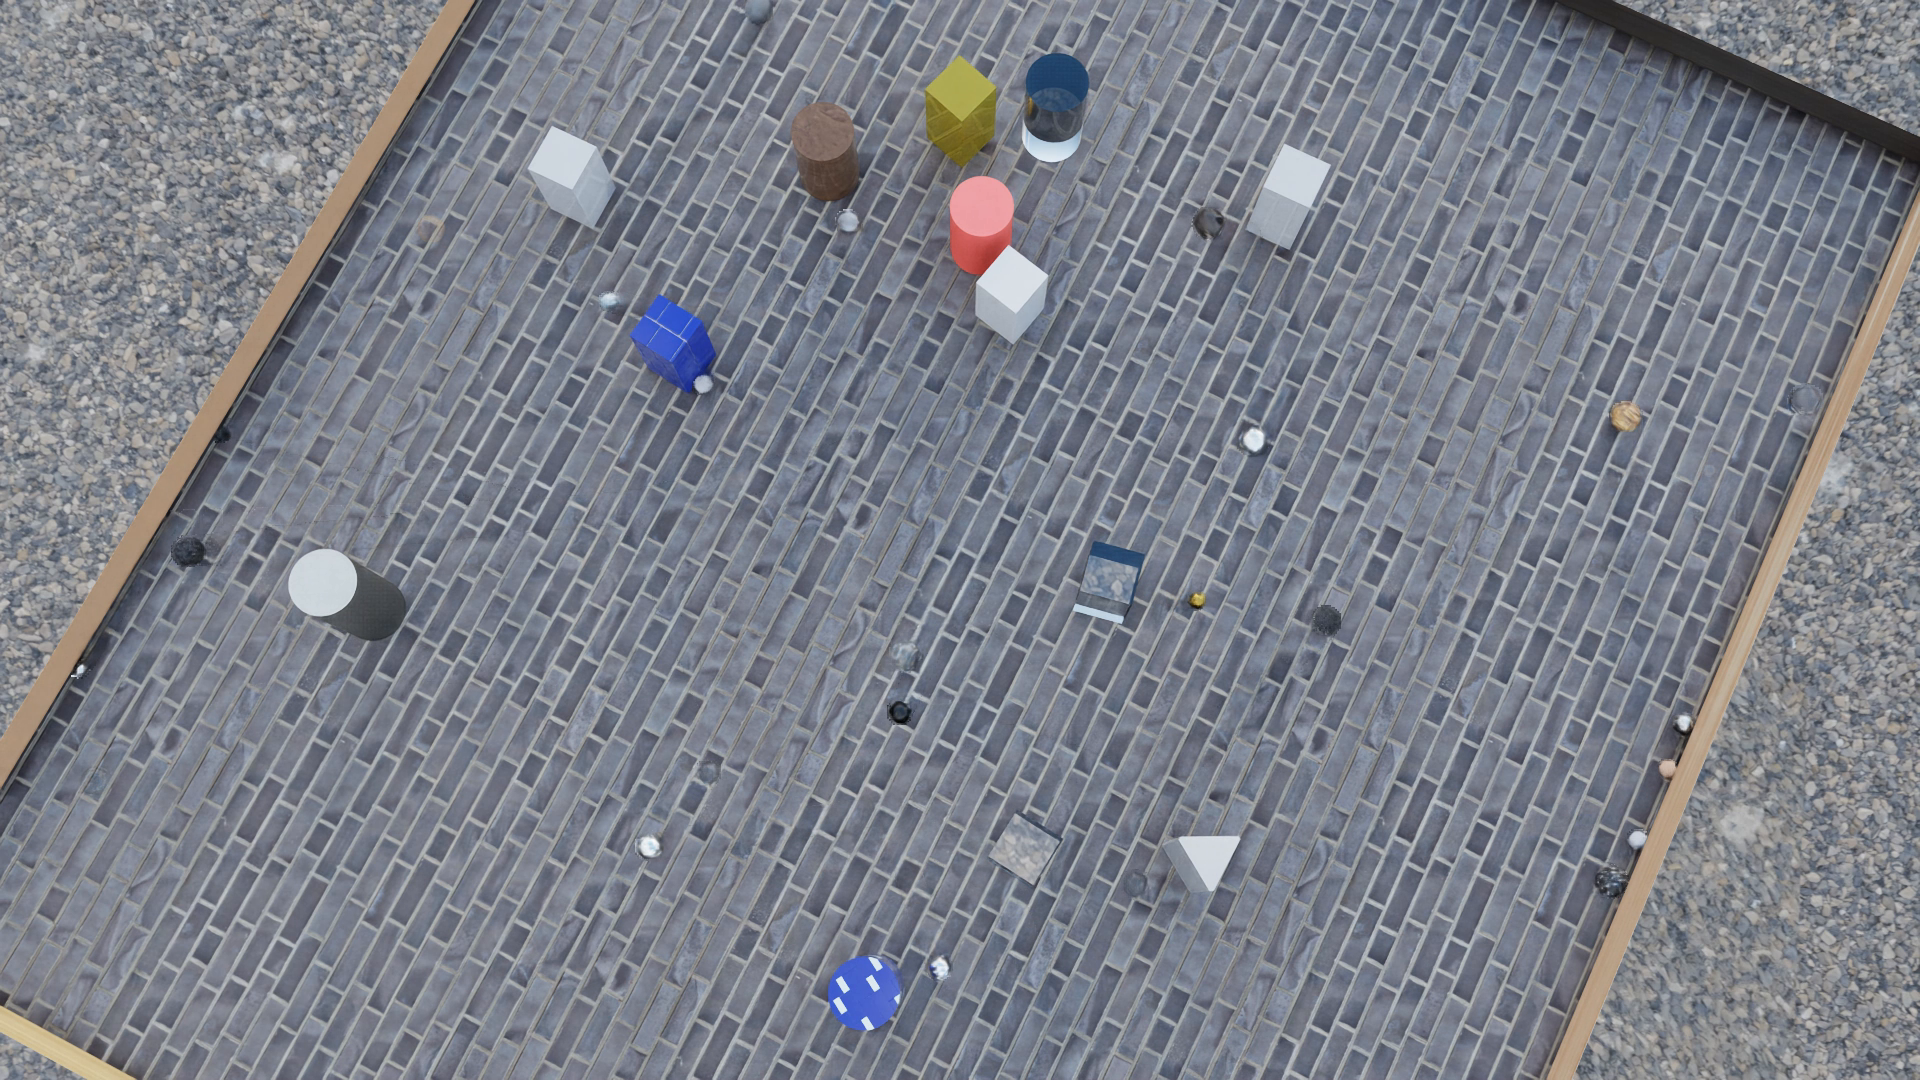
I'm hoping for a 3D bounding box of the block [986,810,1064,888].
[{"bbox_3d":[0.184,0.891,5.277,0.153,0.305,0.153,32,80,6],"label":"block"}]

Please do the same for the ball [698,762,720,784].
[{"bbox_3d":[-0.746,0.691,5.440,0.066,0.066,0.066,0,78,0],"label":"ball"}]

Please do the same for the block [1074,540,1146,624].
[{"bbox_3d":[0.438,0.127,5.416,0.153,0.341,0.153,15,79,3],"label":"block"}]

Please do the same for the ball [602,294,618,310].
[{"bbox_3d":[-1.096,-0.747,5.744,0.053,0.053,0.053,0,78,0],"label":"ball"}]

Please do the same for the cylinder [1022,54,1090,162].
[{"bbox_3d":[0.294,-1.342,5.705,0.192,0.371,0.192,0,78,0],"label":"cylinder"}]

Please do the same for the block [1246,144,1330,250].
[{"bbox_3d":[1.009,-1.055,5.657,0.153,0.349,0.153,26,79,5],"label":"block"}]

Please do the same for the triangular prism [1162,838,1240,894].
[{"bbox_3d":[0.704,0.893,5.214,0.144,0.427,0.166,-30,80,-6],"label":"triangular prism"}]

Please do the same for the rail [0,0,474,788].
[{"bbox_3d":[-1.987,-0.966,5.752,0.045,0.124,4.999,26,80,5],"label":"rail"}]

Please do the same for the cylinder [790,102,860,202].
[{"bbox_3d":[-0.416,-1.205,5.704,0.192,0.317,0.192,0,78,0],"label":"cylinder"}]

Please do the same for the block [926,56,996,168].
[{"bbox_3d":[0.003,-1.331,5.714,0.153,0.349,0.153,43,81,8],"label":"block"}]

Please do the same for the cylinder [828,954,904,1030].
[{"bbox_3d":[-0.257,1.258,5.122,0.192,0.458,0.192,0,78,0],"label":"cylinder"}]

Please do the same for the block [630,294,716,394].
[{"bbox_3d":[-0.869,-0.592,5.571,0.153,0.328,0.153,33,80,6],"label":"block"}]

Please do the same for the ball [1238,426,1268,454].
[{"bbox_3d":[0.902,-0.306,5.635,0.087,0.087,0.087,0,78,0],"label":"ball"}]

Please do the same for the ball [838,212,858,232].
[{"bbox_3d":[-0.353,-1.004,5.792,0.064,0.064,0.064,0,78,0],"label":"ball"}]

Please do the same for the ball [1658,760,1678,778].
[{"bbox_3d":[2.106,0.683,5.448,0.052,0.052,0.052,0,78,0],"label":"ball"}]

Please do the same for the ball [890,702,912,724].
[{"bbox_3d":[-0.179,0.515,5.477,0.065,0.065,0.065,0,78,0],"label":"ball"}]

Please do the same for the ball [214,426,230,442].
[{"bbox_3d":[-2.280,-0.328,5.660,0.047,0.047,0.047,0,78,0],"label":"ball"}]

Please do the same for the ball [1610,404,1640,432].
[{"bbox_3d":[2.053,-0.376,5.650,0.087,0.087,0.087,0,78,0],"label":"ball"}]

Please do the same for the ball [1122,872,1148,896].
[{"bbox_3d":[0.513,1.009,5.371,0.073,0.073,0.073,0,78,0],"label":"ball"}]

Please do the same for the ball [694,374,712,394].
[{"bbox_3d":[-0.796,-0.484,5.687,0.058,0.058,0.058,0,78,0],"label":"ball"}]

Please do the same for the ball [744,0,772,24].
[{"bbox_3d":[-0.652,-1.717,5.927,0.087,0.087,0.087,0,78,0],"label":"ball"}]

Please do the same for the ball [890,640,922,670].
[{"bbox_3d":[-0.163,0.346,5.498,0.091,0.091,0.091,0,78,0],"label":"ball"}]

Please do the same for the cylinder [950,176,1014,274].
[{"bbox_3d":[0.065,-0.965,5.645,0.192,0.334,0.192,0,78,0],"label":"cylinder"}]

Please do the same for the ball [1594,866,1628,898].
[{"bbox_3d":[1.905,1.000,5.364,0.090,0.090,0.090,0,78,0],"label":"ball"}]

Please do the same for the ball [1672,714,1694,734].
[{"bbox_3d":[2.160,0.551,5.471,0.061,0.061,0.061,0,78,0],"label":"ball"}]

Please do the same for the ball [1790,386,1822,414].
[{"bbox_3d":[2.612,-0.431,5.661,0.088,0.088,0.088,0,78,0],"label":"ball"}]

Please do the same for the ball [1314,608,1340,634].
[{"bbox_3d":[1.106,0.244,5.527,0.077,0.077,0.077,0,78,0],"label":"ball"}]

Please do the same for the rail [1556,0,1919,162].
[{"bbox_3d":[1.107,-2.162,5.999,4.490,0.124,0.045,26,80,5],"label":"rail"}]

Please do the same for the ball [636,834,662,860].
[{"bbox_3d":[-0.912,0.903,5.391,0.075,0.075,0.075,0,78,0],"label":"ball"}]

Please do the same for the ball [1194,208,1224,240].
[{"bbox_3d":[0.786,-0.997,5.774,0.096,0.096,0.096,0,78,0],"label":"ball"}]

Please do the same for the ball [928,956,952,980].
[{"bbox_3d":[-0.059,1.242,5.326,0.066,0.066,0.066,0,78,0],"label":"ball"}]

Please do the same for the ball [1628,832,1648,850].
[{"bbox_3d":[2.000,0.887,5.405,0.055,0.055,0.055,0,78,0],"label":"ball"}]

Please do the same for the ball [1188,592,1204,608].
[{"bbox_3d":[0.717,0.184,5.554,0.048,0.048,0.048,0,78,0],"label":"ball"}]

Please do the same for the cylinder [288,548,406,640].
[{"bbox_3d":[-1.781,0.165,5.347,0.192,0.461,0.192,0,78,0],"label":"cylinder"}]

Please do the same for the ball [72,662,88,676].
[{"bbox_3d":[-2.647,0.388,5.513,0.046,0.046,0.046,0,78,0],"label":"ball"}]

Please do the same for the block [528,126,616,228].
[{"bbox_3d":[-1.201,-1.122,5.686,0.153,0.318,0.153,26,79,5],"label":"block"}]

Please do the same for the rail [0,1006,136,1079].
[{"bbox_3d":[-1.107,2.175,5.102,4.490,0.124,0.045,26,80,5],"label":"rail"}]

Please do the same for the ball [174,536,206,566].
[{"bbox_3d":[-2.339,0.035,5.564,0.088,0.088,0.088,0,78,0],"label":"ball"}]

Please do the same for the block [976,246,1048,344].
[{"bbox_3d":[0.156,-0.748,5.618,0.153,0.300,0.153,39,81,7],"label":"block"}]

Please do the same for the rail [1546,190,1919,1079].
[{"bbox_3d":[1.987,0.979,5.349,0.045,0.124,4.999,26,80,5],"label":"rail"}]
